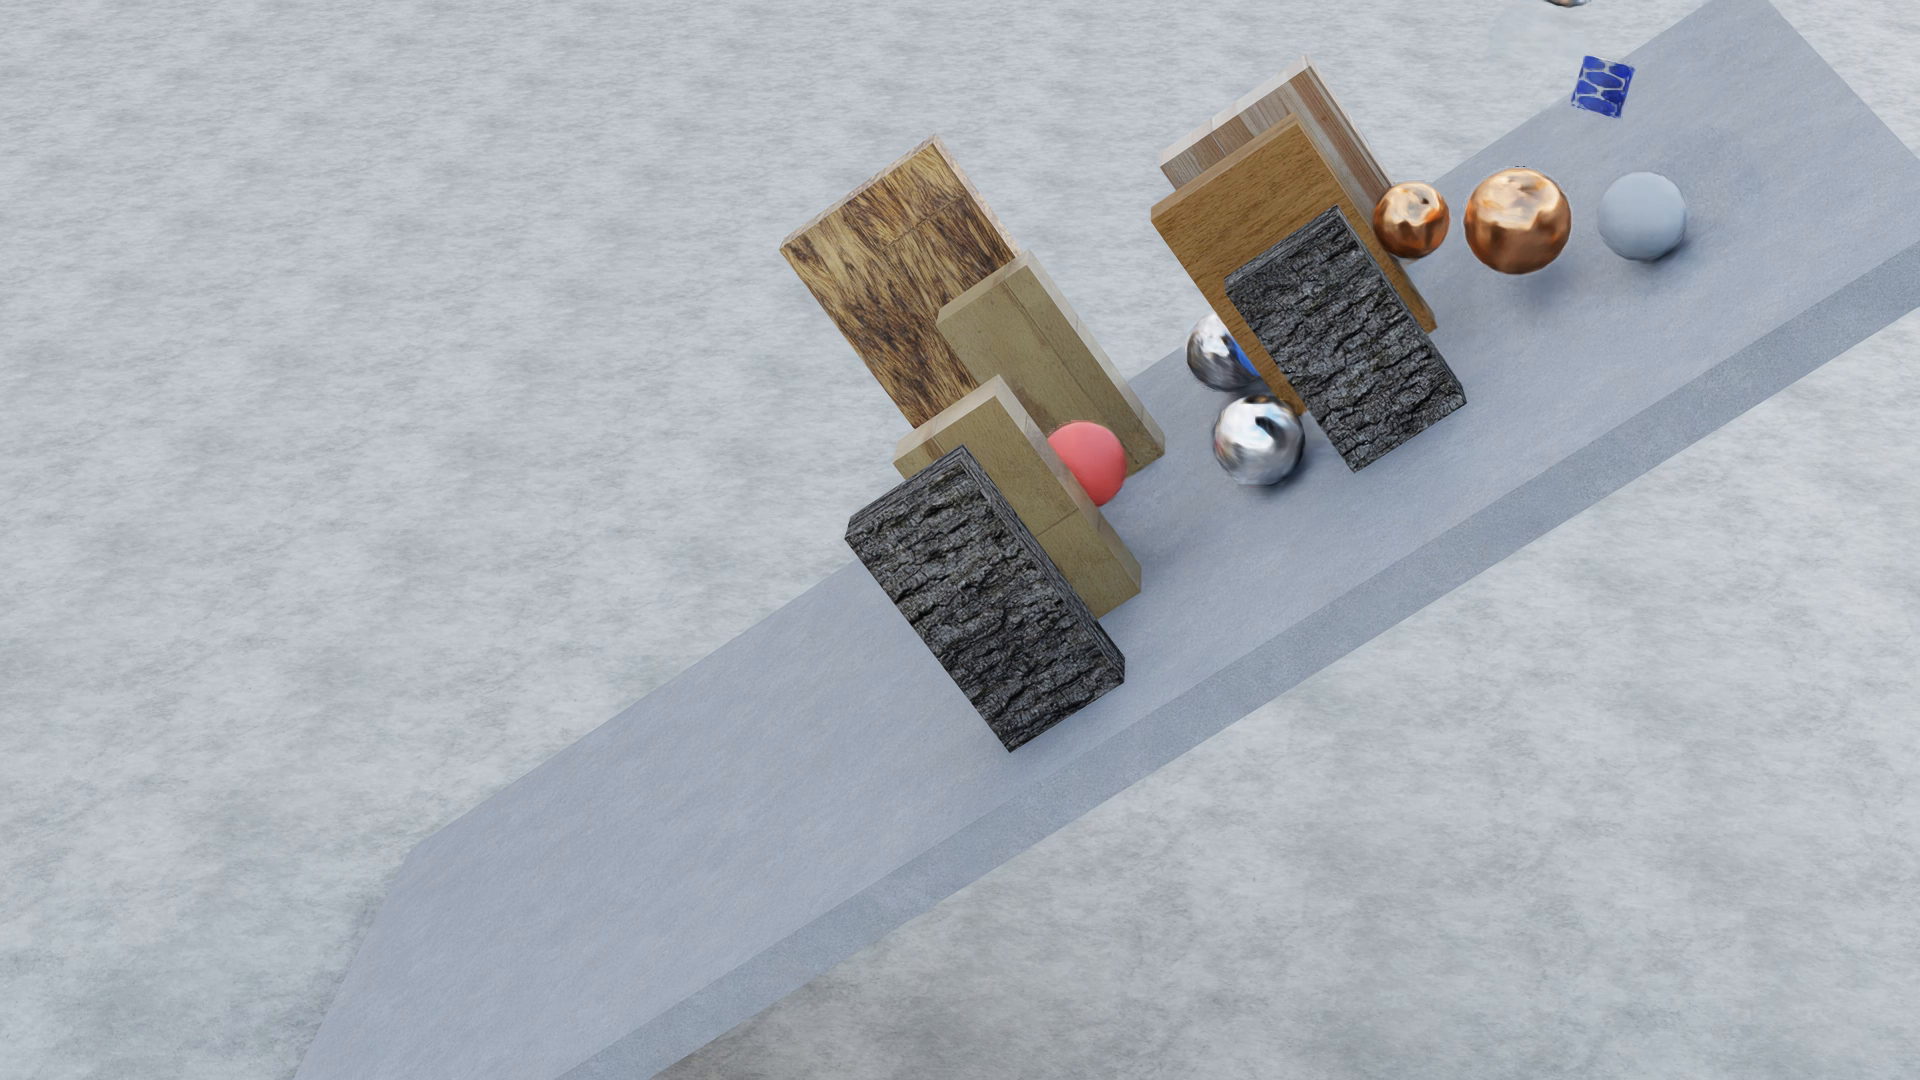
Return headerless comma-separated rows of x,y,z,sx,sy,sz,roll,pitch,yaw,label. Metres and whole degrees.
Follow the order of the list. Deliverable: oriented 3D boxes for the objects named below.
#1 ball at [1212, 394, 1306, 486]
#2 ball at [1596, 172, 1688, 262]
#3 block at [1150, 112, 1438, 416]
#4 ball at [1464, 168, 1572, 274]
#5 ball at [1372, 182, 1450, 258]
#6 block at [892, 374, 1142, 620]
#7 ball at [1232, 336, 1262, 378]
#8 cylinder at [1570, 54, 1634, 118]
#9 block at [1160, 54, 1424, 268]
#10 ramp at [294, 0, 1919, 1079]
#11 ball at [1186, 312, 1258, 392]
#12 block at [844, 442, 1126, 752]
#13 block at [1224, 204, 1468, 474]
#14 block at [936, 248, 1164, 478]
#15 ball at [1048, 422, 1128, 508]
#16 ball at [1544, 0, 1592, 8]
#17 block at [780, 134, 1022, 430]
0.593,-0.197,5.842,0.183,0.183,0.183,0,22,0,ball
1.285,-0.609,5.540,0.168,0.168,0.168,0,22,0,ball
0.687,-0.561,6.054,0.355,0.521,0.106,-33,16,15,block
1.100,-0.629,5.806,0.210,0.210,0.210,0,22,0,ball
0.913,-0.647,5.953,0.156,0.156,0.156,0,22,0,ball
0.118,-0.048,5.861,0.247,0.499,0.132,-33,16,15,block
0.674,-0.434,6.342,0.173,0.173,0.173,0,22,0,ball
1.336,-0.943,6.115,0.107,0.107,0.107,14,13,-3,cylinder
0.746,-0.753,6.521,0.393,0.498,0.129,-33,16,15,block
0.134,0.175,6.310,4.000,0.100,2.000,-33,16,15,ramp
0.590,-0.419,6.497,0.182,0.182,0.182,0,22,0,ball
0.050,0.111,5.497,0.262,0.526,0.114,-33,16,15,block
0.732,-0.379,5.582,0.254,0.438,0.103,-33,16,15,block
0.203,-0.351,6.499,0.243,0.527,0.126,-33,16,15,block
0.251,-0.151,6.007,0.181,0.181,0.181,0,22,0,ball
1.153,-1.092,5.556,0.170,0.170,0.170,0,22,0,ball
-0.010,-0.510,6.946,0.445,0.784,0.099,-33,16,15,block
